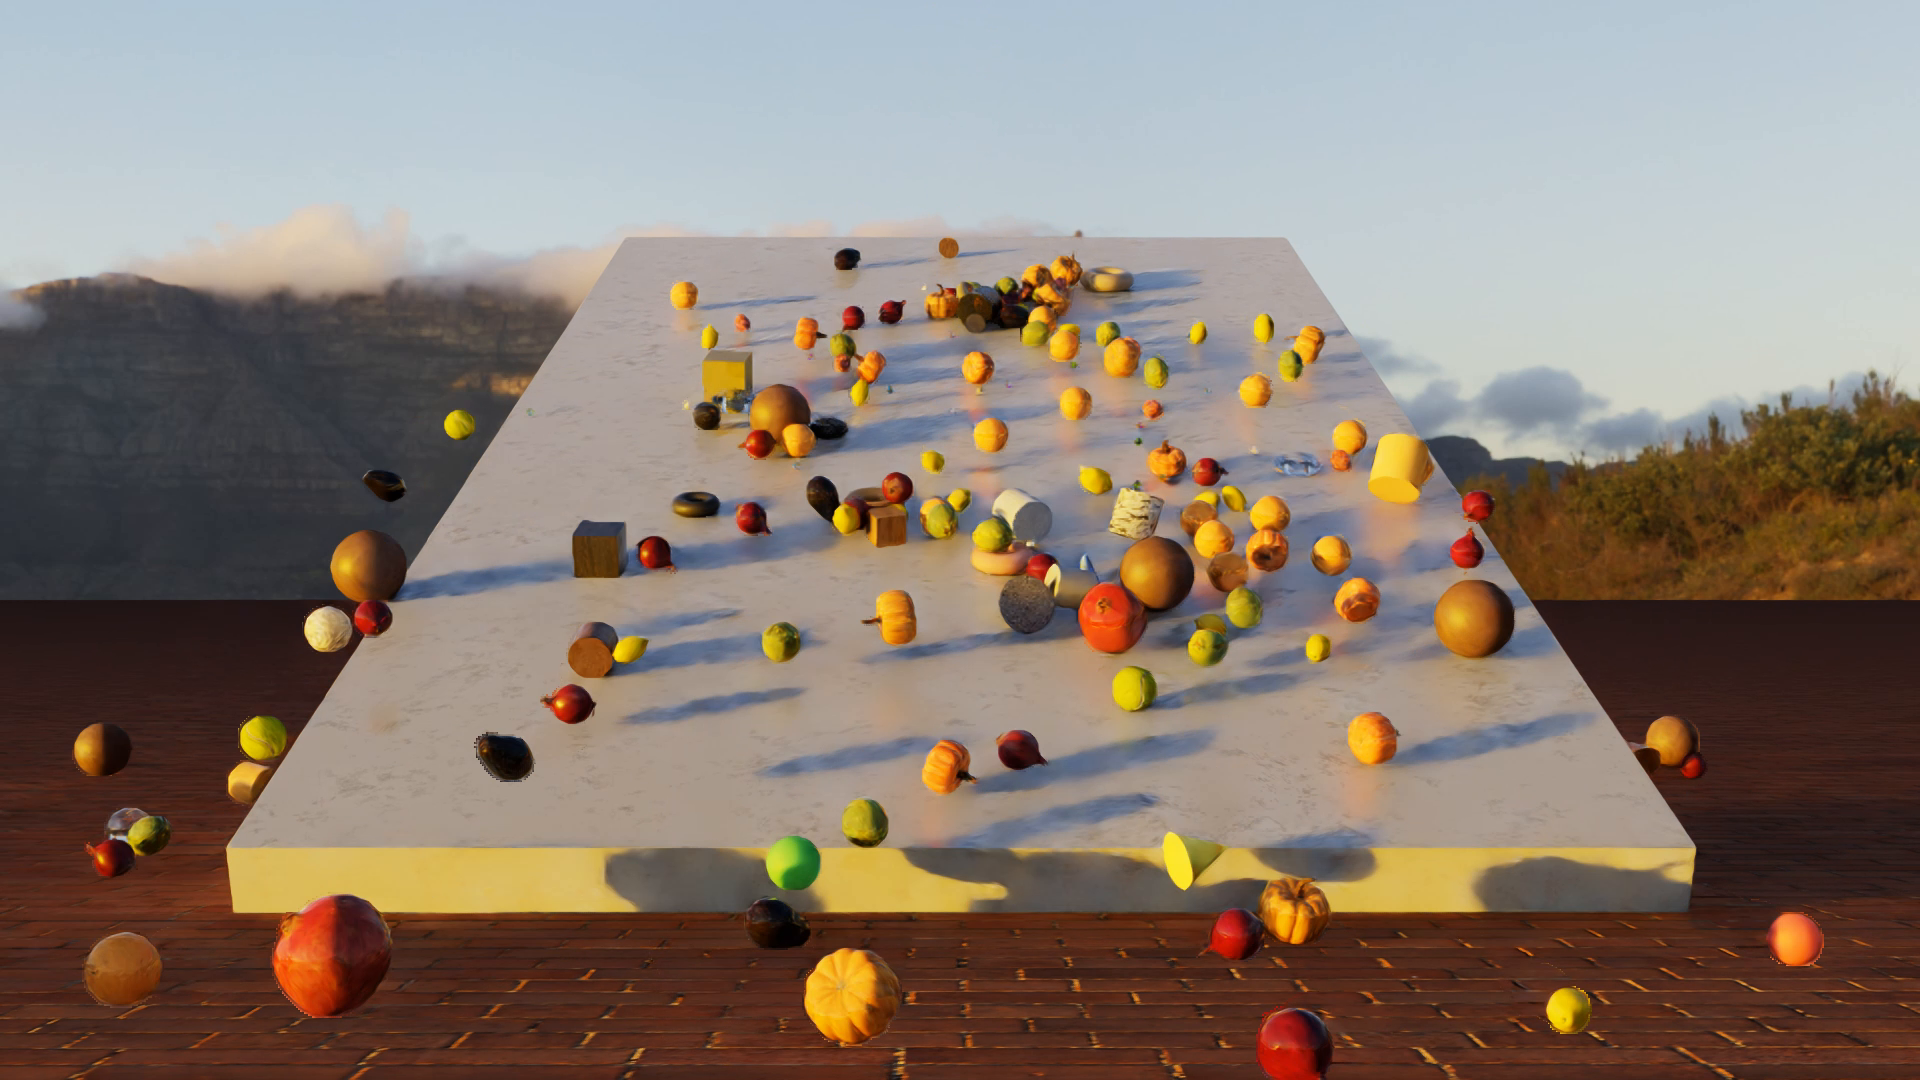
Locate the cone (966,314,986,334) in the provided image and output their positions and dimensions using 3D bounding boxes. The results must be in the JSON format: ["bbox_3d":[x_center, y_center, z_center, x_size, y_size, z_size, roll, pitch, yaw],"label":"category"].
[{"bbox_3d":[0.034,-0.545,5.755,0.053,0.053,0.053,0,-10,-11],"label":"cone"}]

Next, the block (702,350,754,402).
[{"bbox_3d":[-0.530,-0.374,5.163,0.096,0.096,0.096,2,20,6],"label":"block"}]

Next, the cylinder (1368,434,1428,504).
[{"bbox_3d":[0.863,-0.140,4.442,0.099,0.099,0.099,15,-25,7],"label":"cylinder"}]

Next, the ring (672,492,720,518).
[{"bbox_3d":[-0.515,-0.069,4.400,0.094,0.031,0.094,1,20,0],"label":"ring"}]

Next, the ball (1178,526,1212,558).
[{"bbox_3d":[0.430,0.003,4.132,0.061,0.061,0.061,0,-1,0],"label":"ball"}]

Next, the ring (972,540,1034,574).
[{"bbox_3d":[0.079,0.032,4.108,0.116,0.039,0.116,0,19,0],"label":"ring"}]

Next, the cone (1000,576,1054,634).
[{"bbox_3d":[0.097,0.116,3.860,0.099,0.099,0.099,0,-8,-19],"label":"cone"}]

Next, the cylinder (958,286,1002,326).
[{"bbox_3d":[0.050,-0.598,5.805,0.091,0.091,0.091,0,18,20],"label":"cylinder"}]

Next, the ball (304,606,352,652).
[{"bbox_3d":[-1.177,0.167,4.210,0.086,0.086,0.086,0,-1,0],"label":"ball"}]

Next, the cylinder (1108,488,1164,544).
[{"bbox_3d":[0.325,-0.045,4.169,0.083,0.083,0.083,17,-1,0],"label":"cylinder"}]

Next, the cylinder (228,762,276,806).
[{"bbox_3d":[-1.333,0.465,4.286,0.077,0.077,0.077,7,3,37],"label":"cylinder"}]

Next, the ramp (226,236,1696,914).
[{"bbox_3d":[-0.005,-0.202,4.974,2.000,0.100,4.000,0,20,0],"label":"ramp"}]

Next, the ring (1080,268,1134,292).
[{"bbox_3d":[0.403,-0.715,6.201,0.148,0.049,0.148,1,18,0],"label":"ring"}]

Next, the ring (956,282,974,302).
[{"bbox_3d":[0.023,-0.633,5.916,0.031,0.092,0.092,-26,-14,27],"label":"ring"}]

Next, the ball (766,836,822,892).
[{"bbox_3d":[-0.218,0.424,2.963,0.072,0.072,0.072,0,-1,0],"label":"ball"}]

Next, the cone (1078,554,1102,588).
[{"bbox_3d":[0.223,0.050,4.023,0.060,0.060,0.060,0,20,0],"label":"cone"}]

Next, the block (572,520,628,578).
[{"bbox_3d":[-0.650,0.017,4.081,0.081,0.081,0.081,1,20,3],"label":"block"}]

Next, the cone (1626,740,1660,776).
[{"bbox_3d":[1.579,0.498,5.309,0.096,0.096,0.096,0,34,-15],"label":"cone"}]

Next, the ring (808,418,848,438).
[{"bbox_3d":[-0.285,-0.241,4.890,0.086,0.029,0.086,1,20,-1],"label":"ring"}]

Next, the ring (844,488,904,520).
[{"bbox_3d":[-0.168,-0.069,4.390,0.116,0.039,0.116,1,23,0],"label":"ring"}]

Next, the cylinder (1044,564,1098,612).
[{"bbox_3d":[0.189,0.082,3.868,0.070,0.070,0.070,11,-5,-19],"label":"cylinder"}]

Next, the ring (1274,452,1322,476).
[{"bbox_3d":[0.695,-0.156,4.649,0.097,0.032,0.097,0,18,0],"label":"ring"}]

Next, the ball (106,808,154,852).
[{"bbox_3d":[-1.413,0.493,3.844,0.075,0.075,0.075,0,-1,0],"label":"ball"}]

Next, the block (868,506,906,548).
[{"bbox_3d":[-0.138,-0.025,4.236,0.058,0.058,0.058,-7,21,-19],"label":"block"}]

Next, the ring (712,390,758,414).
[{"bbox_3d":[-0.505,-0.311,5.076,0.106,0.035,0.106,2,23,-1],"label":"ring"}]

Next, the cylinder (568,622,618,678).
[{"bbox_3d":[-0.591,0.177,3.645,0.071,0.071,0.071,0,20,0],"label":"cylinder"}]

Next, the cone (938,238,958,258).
[{"bbox_3d":[-0.043,-0.844,6.594,0.062,0.062,0.062,0,-8,-18],"label":"cone"}]
